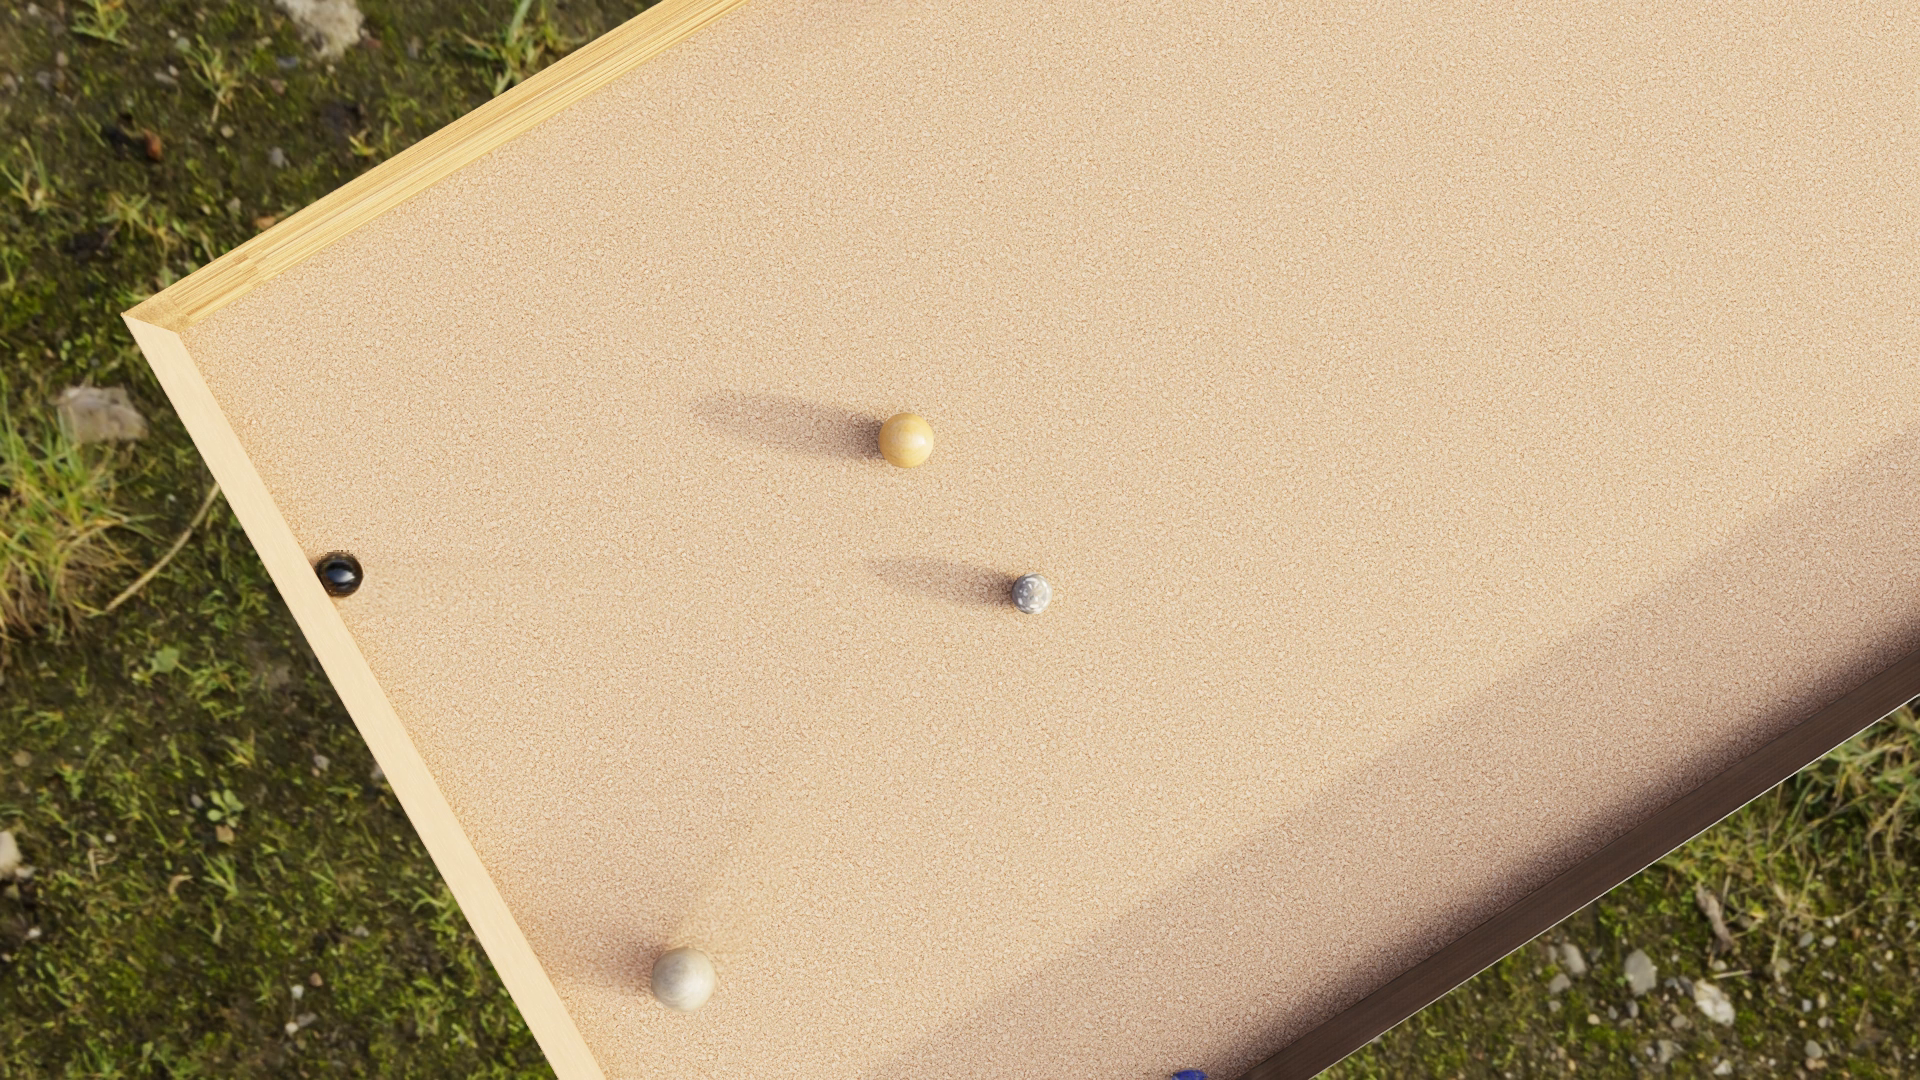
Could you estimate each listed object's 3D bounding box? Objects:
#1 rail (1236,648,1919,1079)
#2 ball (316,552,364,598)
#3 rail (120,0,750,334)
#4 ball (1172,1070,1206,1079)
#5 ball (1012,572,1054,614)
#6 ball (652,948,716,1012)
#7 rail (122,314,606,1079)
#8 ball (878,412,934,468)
[{"bbox_3d":[1.218,0.297,3.197,3.530,0.119,0.045,-31,84,-4],"label":"rail"},{"bbox_3d":[-0.918,0.053,3.256,0.068,0.068,0.068,0,83,0],"label":"ball"},{"bbox_3d":[0.289,-1.214,3.395,3.530,0.119,0.045,-31,84,-4],"label":"rail"},{"bbox_3d":[0.330,0.792,3.163,0.059,0.059,0.059,0,83,0],"label":"ball"},{"bbox_3d":[0.107,0.079,3.255,0.062,0.062,0.062,0,83,0],"label":"ball"},{"bbox_3d":[-0.398,0.633,3.168,0.091,0.091,0.091,0,83,0],"label":"ball"},{"bbox_3d":[-0.733,0.440,3.178,0.045,0.119,1.832,-31,84,-4],"label":"rail"},{"bbox_3d":[-0.080,-0.148,3.274,0.083,0.083,0.083,0,83,0],"label":"ball"}]
